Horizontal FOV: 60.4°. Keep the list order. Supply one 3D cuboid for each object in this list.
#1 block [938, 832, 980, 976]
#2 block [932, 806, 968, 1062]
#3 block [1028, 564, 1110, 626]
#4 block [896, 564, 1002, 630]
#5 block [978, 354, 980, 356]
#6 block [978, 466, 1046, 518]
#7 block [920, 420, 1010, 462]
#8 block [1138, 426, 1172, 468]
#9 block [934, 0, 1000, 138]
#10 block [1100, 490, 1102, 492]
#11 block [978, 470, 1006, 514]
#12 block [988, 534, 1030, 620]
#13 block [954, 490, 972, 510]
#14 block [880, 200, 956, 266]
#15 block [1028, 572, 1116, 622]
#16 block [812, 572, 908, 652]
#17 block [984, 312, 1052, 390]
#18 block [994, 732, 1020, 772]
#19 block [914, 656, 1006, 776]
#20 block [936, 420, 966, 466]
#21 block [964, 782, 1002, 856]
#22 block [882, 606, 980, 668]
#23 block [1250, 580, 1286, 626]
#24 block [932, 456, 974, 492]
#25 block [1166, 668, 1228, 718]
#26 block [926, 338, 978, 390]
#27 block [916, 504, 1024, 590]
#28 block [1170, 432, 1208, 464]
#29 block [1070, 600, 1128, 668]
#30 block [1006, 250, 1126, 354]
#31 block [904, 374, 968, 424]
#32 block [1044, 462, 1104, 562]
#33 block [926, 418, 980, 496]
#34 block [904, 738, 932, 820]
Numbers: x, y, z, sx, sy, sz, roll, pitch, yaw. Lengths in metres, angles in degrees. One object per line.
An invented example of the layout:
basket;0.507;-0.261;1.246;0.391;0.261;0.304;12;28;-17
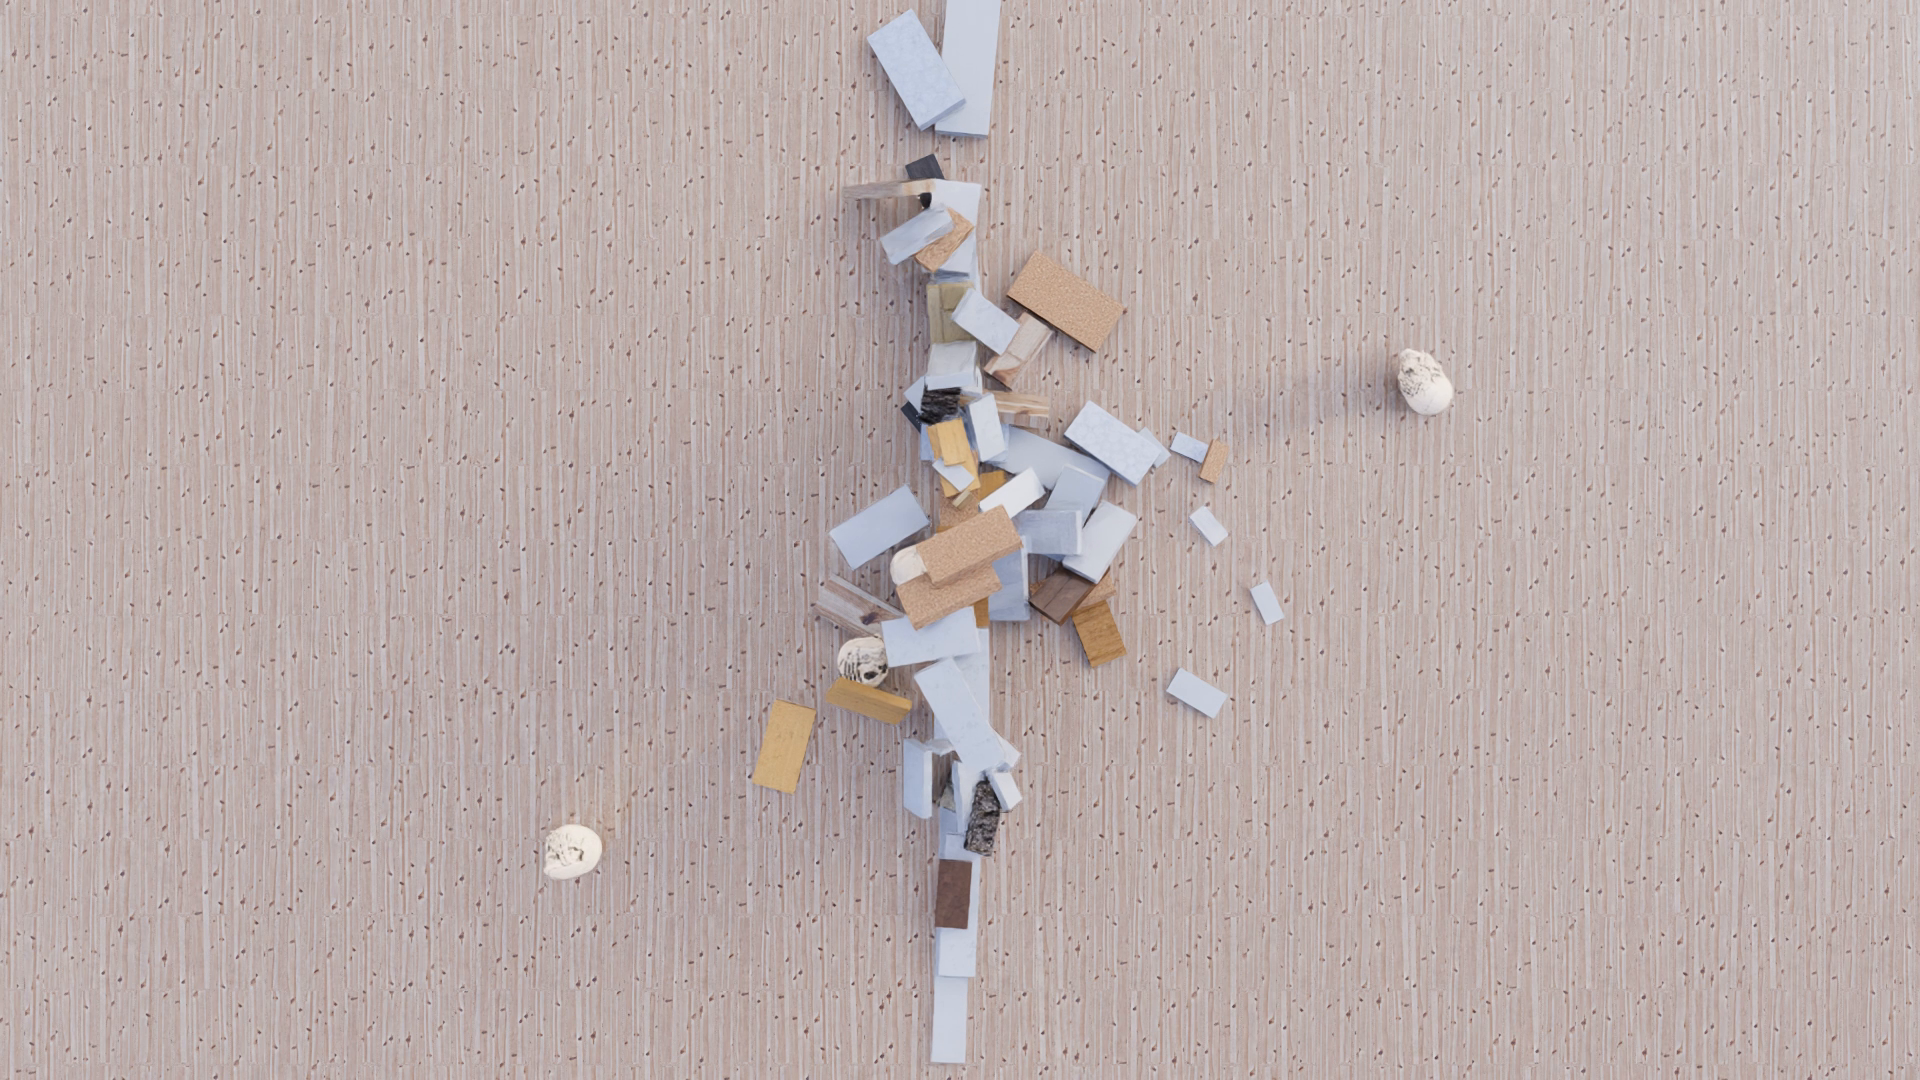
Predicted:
block;0.001;1.206;5.452;0.119;0.034;0.464;3;90;0
block;-0.023;1.294;5.485;0.109;0.031;0.877;2;90;0
block;0.360;0.148;5.418;0.131;0.037;0.261;35;73;27
block;-0.034;0.147;5.079;0.300;0.042;0.150;-26;56;0
block;0.021;-0.584;5.357;0.067;0.134;0.019;-3;112;9
block;0.165;-0.136;5.394;0.236;0.029;0.101;-35;102;-25
block;0.015;-0.332;5.430;0.289;0.041;0.144;1;92;-2
block;0.635;-0.309;5.491;0.064;0.018;0.128;-42;90;0
block;0.033;-1.644;5.475;0.177;0.050;0.598;5;90;0
block;0.397;-0.149;5.442;0.133;0.019;0.067;-40;98;16
block;0.106;-0.122;5.448;0.101;0.029;0.203;-9;77;20
block;0.153;0.124;5.440;0.140;0.040;0.279;-1;95;28
block;0.009;-0.125;5.159;0.018;0.126;0.063;42;90;6
block;-0.137;-0.993;5.336;0.237;0.034;0.118;-30;46;9
block;0.373;0.165;5.449;0.261;0.037;0.131;-21;59;1
block;-0.331;0.240;5.480;0.286;0.041;0.143;29;90;0
block;0.193;-0.628;5.483;0.118;0.034;0.237;35;90;0
block;0.110;0.677;5.451;0.183;0.091;0.026;41;122;2
block;0.002;0.542;5.079;0.127;0.036;0.364;-28;100;5
block;-0.030;-0.304;5.165;0.067;0.019;0.134;-11;86;-8
block;0.079;0.918;5.413;0.031;0.109;0.219;-1;69;41
block;-0.090;0.298;5.094;0.286;0.041;0.143;-10;88;10
block;1.022;0.210;5.491;0.067;0.019;0.133;-25;90;0
block;-0.020;-0.214;5.181;0.126;0.018;0.063;43;90;-1
block;0.787;0.508;5.487;0.183;0.026;0.091;30;90;0
block;-0.022;-0.556;5.196;0.144;0.440;0.041;-6;110;4
block;0.029;0.019;5.082;0.300;0.042;0.150;-26;59;0
block;0.769;-0.306;5.491;0.128;0.018;0.064;24;90;0
block;0.449;0.283;5.482;0.127;0.036;0.254;-21;90;0
block;0.351;-0.791;5.475;0.354;0.050;0.177;33;90;0
block;-0.077;-0.438;5.373;0.114;0.032;0.229;-42;58;6
block;0.347;-0.087;5.435;0.139;0.040;0.307;25;107;0
block;-0.021;-0.260;5.206;0.114;0.032;0.229;-16;91;-1
block;-0.138;0.781;5.411;0.034;0.119;0.238;-9;109;-32
